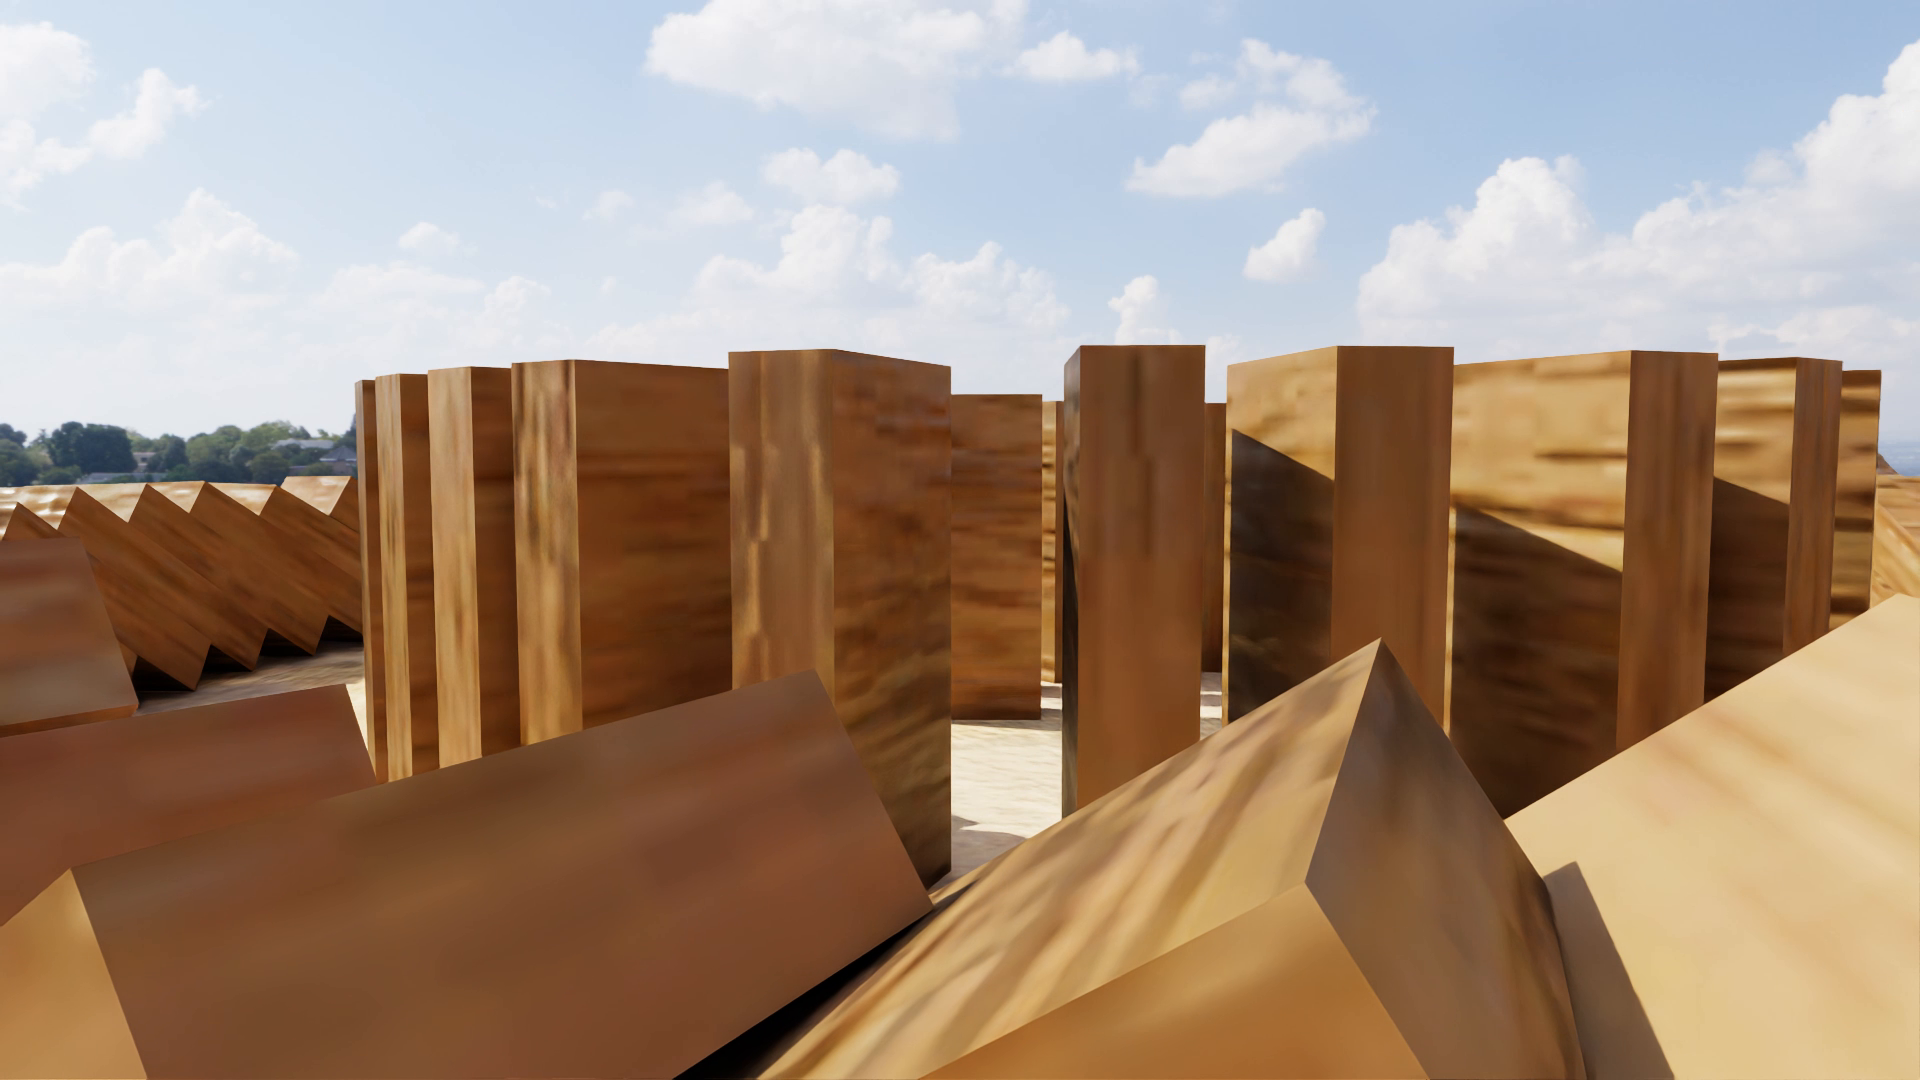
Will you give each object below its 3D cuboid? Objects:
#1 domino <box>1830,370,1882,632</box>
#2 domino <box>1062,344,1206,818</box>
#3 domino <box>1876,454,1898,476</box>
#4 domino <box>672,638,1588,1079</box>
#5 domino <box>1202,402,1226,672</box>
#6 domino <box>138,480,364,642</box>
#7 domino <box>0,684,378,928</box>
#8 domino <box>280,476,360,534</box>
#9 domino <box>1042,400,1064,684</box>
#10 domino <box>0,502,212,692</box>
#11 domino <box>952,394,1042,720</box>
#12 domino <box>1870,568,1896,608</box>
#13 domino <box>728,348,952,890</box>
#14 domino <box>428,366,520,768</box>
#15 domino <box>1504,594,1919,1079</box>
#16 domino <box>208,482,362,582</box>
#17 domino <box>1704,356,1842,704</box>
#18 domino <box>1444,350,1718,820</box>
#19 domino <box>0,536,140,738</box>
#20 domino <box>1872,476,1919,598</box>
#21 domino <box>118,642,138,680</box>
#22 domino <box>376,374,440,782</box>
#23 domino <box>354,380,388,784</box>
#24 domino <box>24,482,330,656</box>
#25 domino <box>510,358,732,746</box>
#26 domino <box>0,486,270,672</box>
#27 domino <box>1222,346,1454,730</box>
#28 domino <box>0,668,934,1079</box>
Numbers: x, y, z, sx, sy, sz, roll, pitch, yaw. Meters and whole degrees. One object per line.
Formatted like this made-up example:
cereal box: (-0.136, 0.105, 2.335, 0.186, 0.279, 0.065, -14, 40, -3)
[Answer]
domino: (0.086, 0.007, 0.143, 0.025, 0.050, 0.010, 3, 5, 36)
domino: (0.014, 0.009, 0.112, 0.009, 0.050, 0.025, 0, 4, 2)
domino: (0.205, -0.001, 0.283, 0.025, 0.050, 0.010, -2, -35, -29)
domino: (-0.007, 0.022, 0.039, 0.050, 0.009, 0.025, -34, -8, 20)
domino: (0.051, -0.001, 0.249, 0.009, 0.050, 0.025, 1, 4, 11)
domino: (-0.142, 0.005, 0.256, 0.025, 0.009, 0.050, 0, -29, 21)
domino: (-0.049, 0.022, 0.055, 0.050, 0.010, 0.025, -32, -14, 32)
domino: (-0.127, 0.003, 0.291, 0.025, 0.009, 0.050, 2, -28, 34)
domino: (0.013, 0.000, 0.239, 0.009, 0.050, 0.025, -3, 6, -39)
domino: (-0.144, 0.010, 0.201, 0.025, 0.009, 0.050, 0, -28, 2)
domino: (0.000, 0.002, 0.201, 0.025, 0.050, 0.010, 0, 4, 0)
domino: (0.170, 0.007, 0.230, 0.025, 0.009, 0.050, -1, 39, -7)
domino: (-0.010, 0.009, 0.116, 0.009, 0.050, 0.025, 2, 5, 22)
domino: (-0.042, 0.007, 0.138, 0.010, 0.050, 0.025, 4, 6, 44)
domino: (0.013, 0.021, 0.038, 0.050, 0.009, 0.025, -35, 0, 11)
domino: (-0.135, 0.005, 0.277, 0.025, 0.010, 0.050, 3, -27, 32)
domino: (0.069, 0.008, 0.126, 0.009, 0.050, 0.025, -3, 5, -35)
domino: (0.054, 0.009, 0.118, 0.009, 0.050, 0.025, -2, 5, -20)
domino: (-0.064, 0.019, 0.064, 0.050, 0.009, 0.025, -41, -20, 32)
domino: (0.173, 0.008, 0.214, 0.025, 0.009, 0.050, 1, 39, -5)
domino: (-0.143, 0.011, 0.180, 0.025, 0.009, 0.050, -2, -28, -3)
domino: (-0.053, 0.006, 0.150, 0.025, 0.050, 0.009, -3, 6, -39)
domino: (-0.061, 0.005, 0.162, 0.025, 0.050, 0.010, -2, 5, -30)
domino: (-0.144, 0.007, 0.237, 0.025, 0.009, 0.050, -1, -29, 13)
domino: (-0.030, 0.008, 0.128, 0.010, 0.050, 0.025, 3, 5, 37)
domino: (-0.146, 0.008, 0.219, 0.025, 0.010, 0.050, -1, -29, 8)
domino: (0.032, 0.009, 0.113, 0.010, 0.050, 0.025, -1, 4, -8)
domino: (-0.028, 0.022, 0.046, 0.050, 0.009, 0.025, -33, -12, 26)
